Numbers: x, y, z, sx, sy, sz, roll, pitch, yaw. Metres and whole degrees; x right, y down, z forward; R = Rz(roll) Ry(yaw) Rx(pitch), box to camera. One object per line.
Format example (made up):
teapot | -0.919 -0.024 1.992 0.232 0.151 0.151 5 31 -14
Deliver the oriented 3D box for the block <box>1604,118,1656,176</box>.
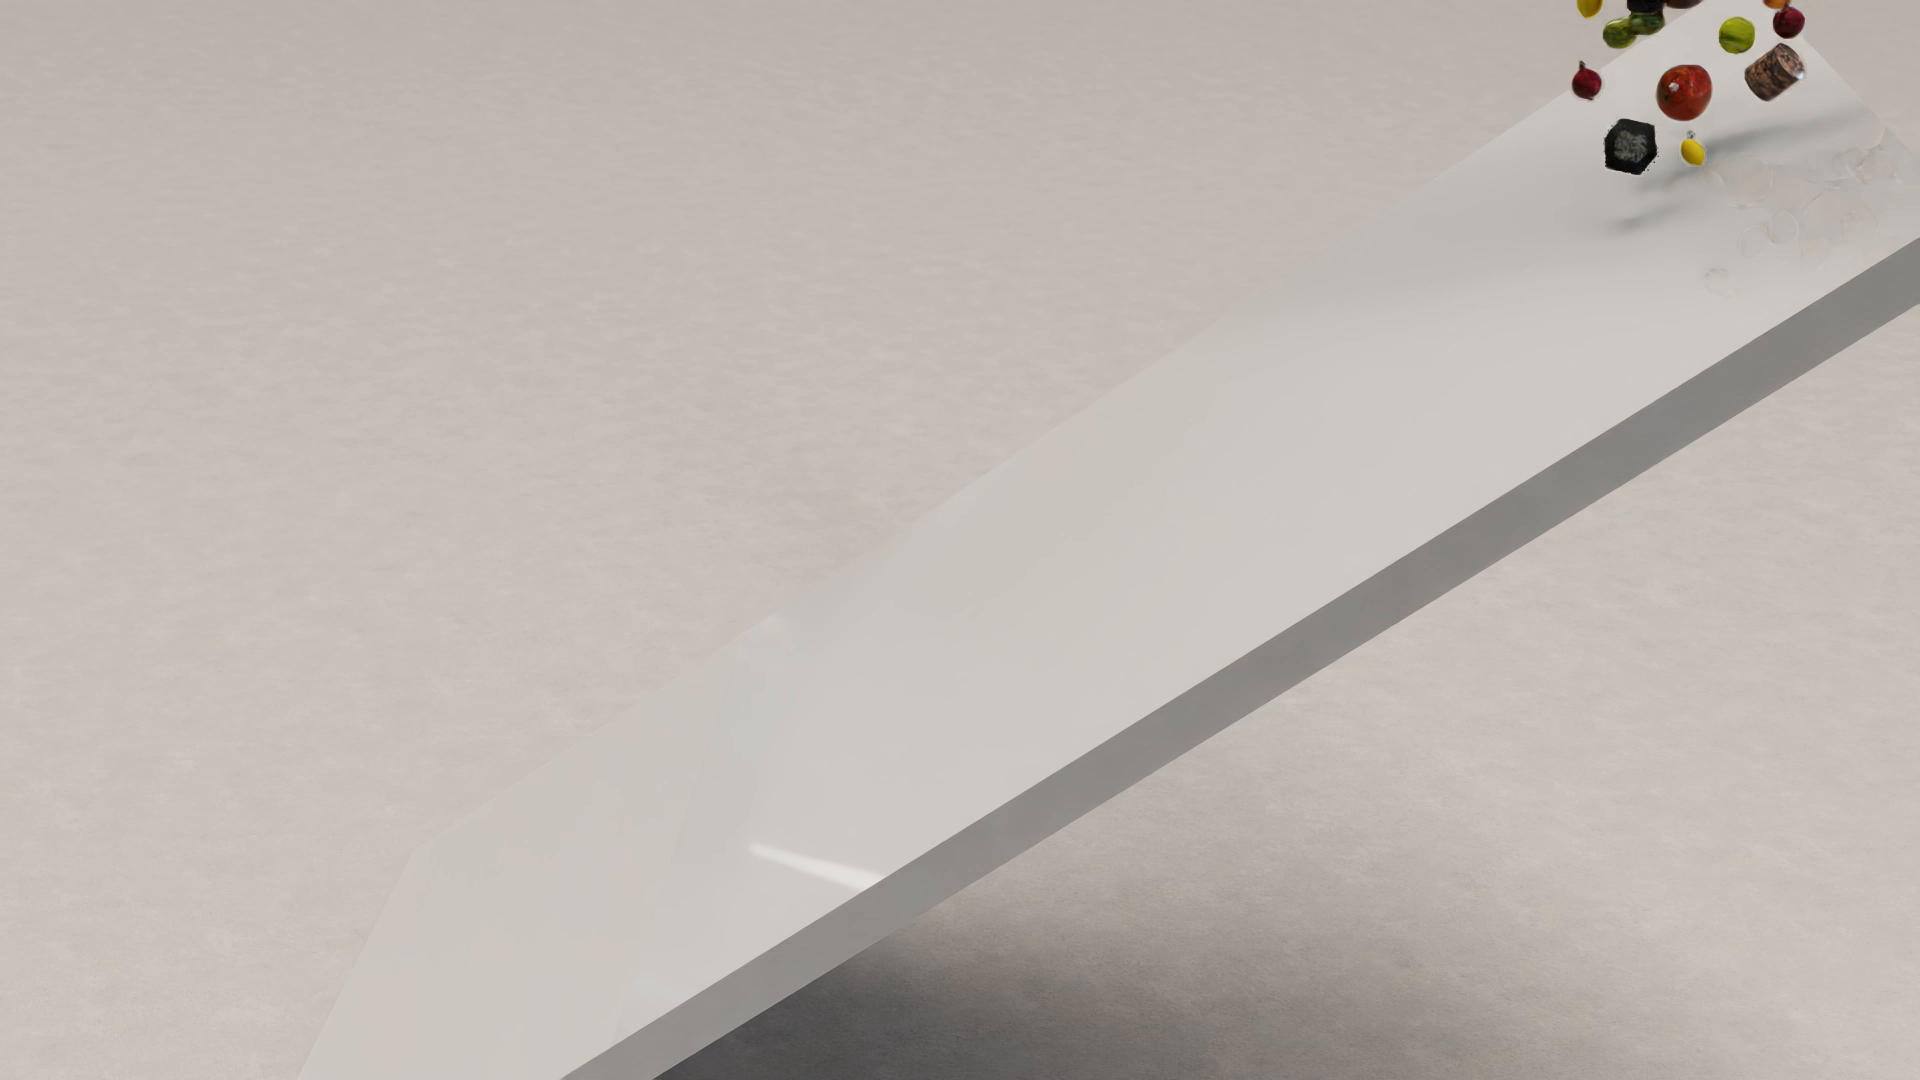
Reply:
block | 1.315 -0.772 5.769 0.072 0.072 0.072 10 61 -12

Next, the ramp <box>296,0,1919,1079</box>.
ramp | 0.133 0.176 6.312 4.000 0.100 2.000 -33 16 16

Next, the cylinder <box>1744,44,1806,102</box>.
cylinder | 1.565 -0.898 5.651 0.080 0.080 0.080 -23 -11 -45
